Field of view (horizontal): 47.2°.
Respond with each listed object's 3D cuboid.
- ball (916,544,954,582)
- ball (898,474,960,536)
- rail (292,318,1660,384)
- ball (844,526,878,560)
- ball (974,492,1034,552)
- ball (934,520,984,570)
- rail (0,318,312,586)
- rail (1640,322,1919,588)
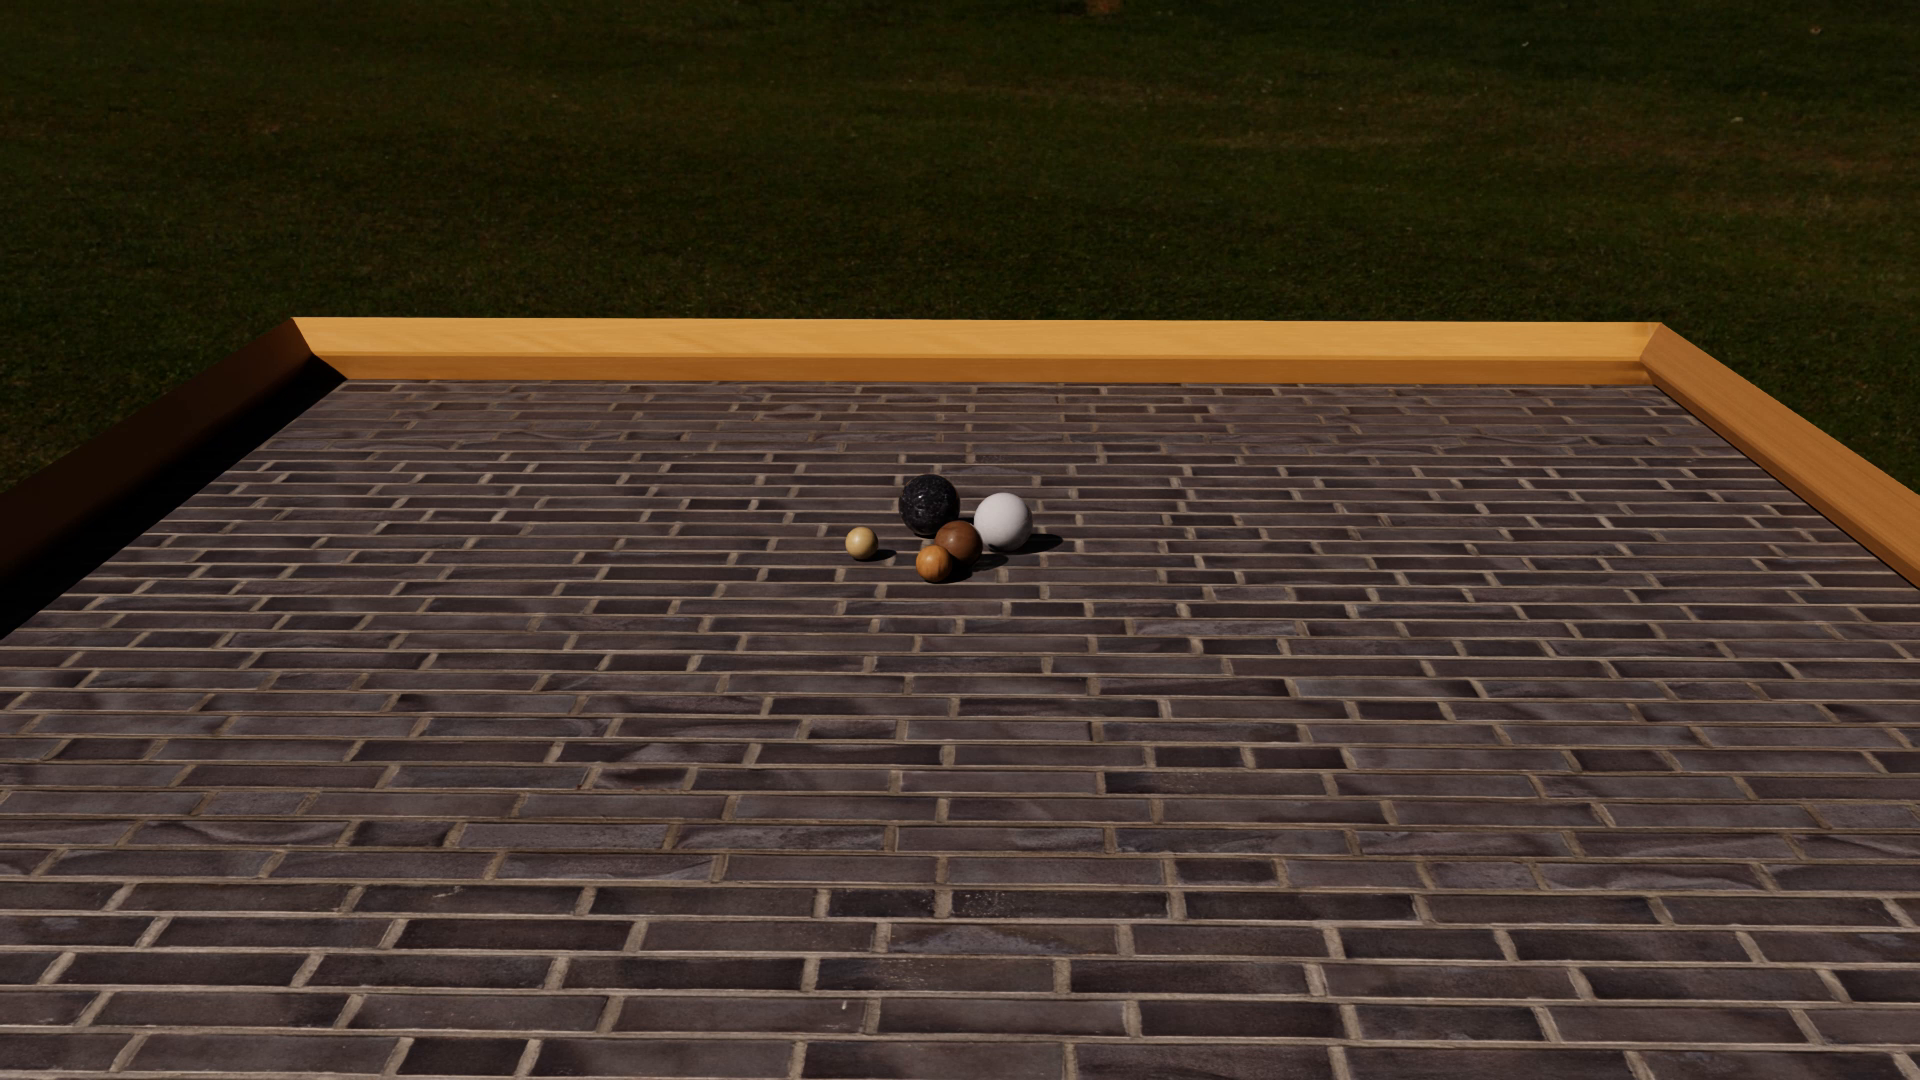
[{"bbox_3d":[-0.033,0.030,2.780,0.047,0.047,0.047,0,17,0],"label":"ball"},{"bbox_3d":[-0.041,-0.047,2.972,0.085,0.085,0.085,0,17,0],"label":"ball"},{"bbox_3d":[0.021,-0.328,3.865,2.413,0.110,0.045,0,17,1],"label":"rail"},{"bbox_3d":[-0.128,0.004,2.871,0.044,0.044,0.044,0,17,0],"label":"ball"},{"bbox_3d":[0.057,-0.023,2.902,0.079,0.079,0.079,0,17,0],"label":"ball"},{"bbox_3d":[-0.002,0.007,2.828,0.064,0.064,0.064,0,17,0],"label":"ball"},{"bbox_3d":[-1.204,0.282,1.821,0.045,0.110,4.362,0,17,1],"label":"rail"},{"bbox_3d":[1.161,0.295,1.776,0.045,0.110,4.362,0,17,1],"label":"rail"}]
